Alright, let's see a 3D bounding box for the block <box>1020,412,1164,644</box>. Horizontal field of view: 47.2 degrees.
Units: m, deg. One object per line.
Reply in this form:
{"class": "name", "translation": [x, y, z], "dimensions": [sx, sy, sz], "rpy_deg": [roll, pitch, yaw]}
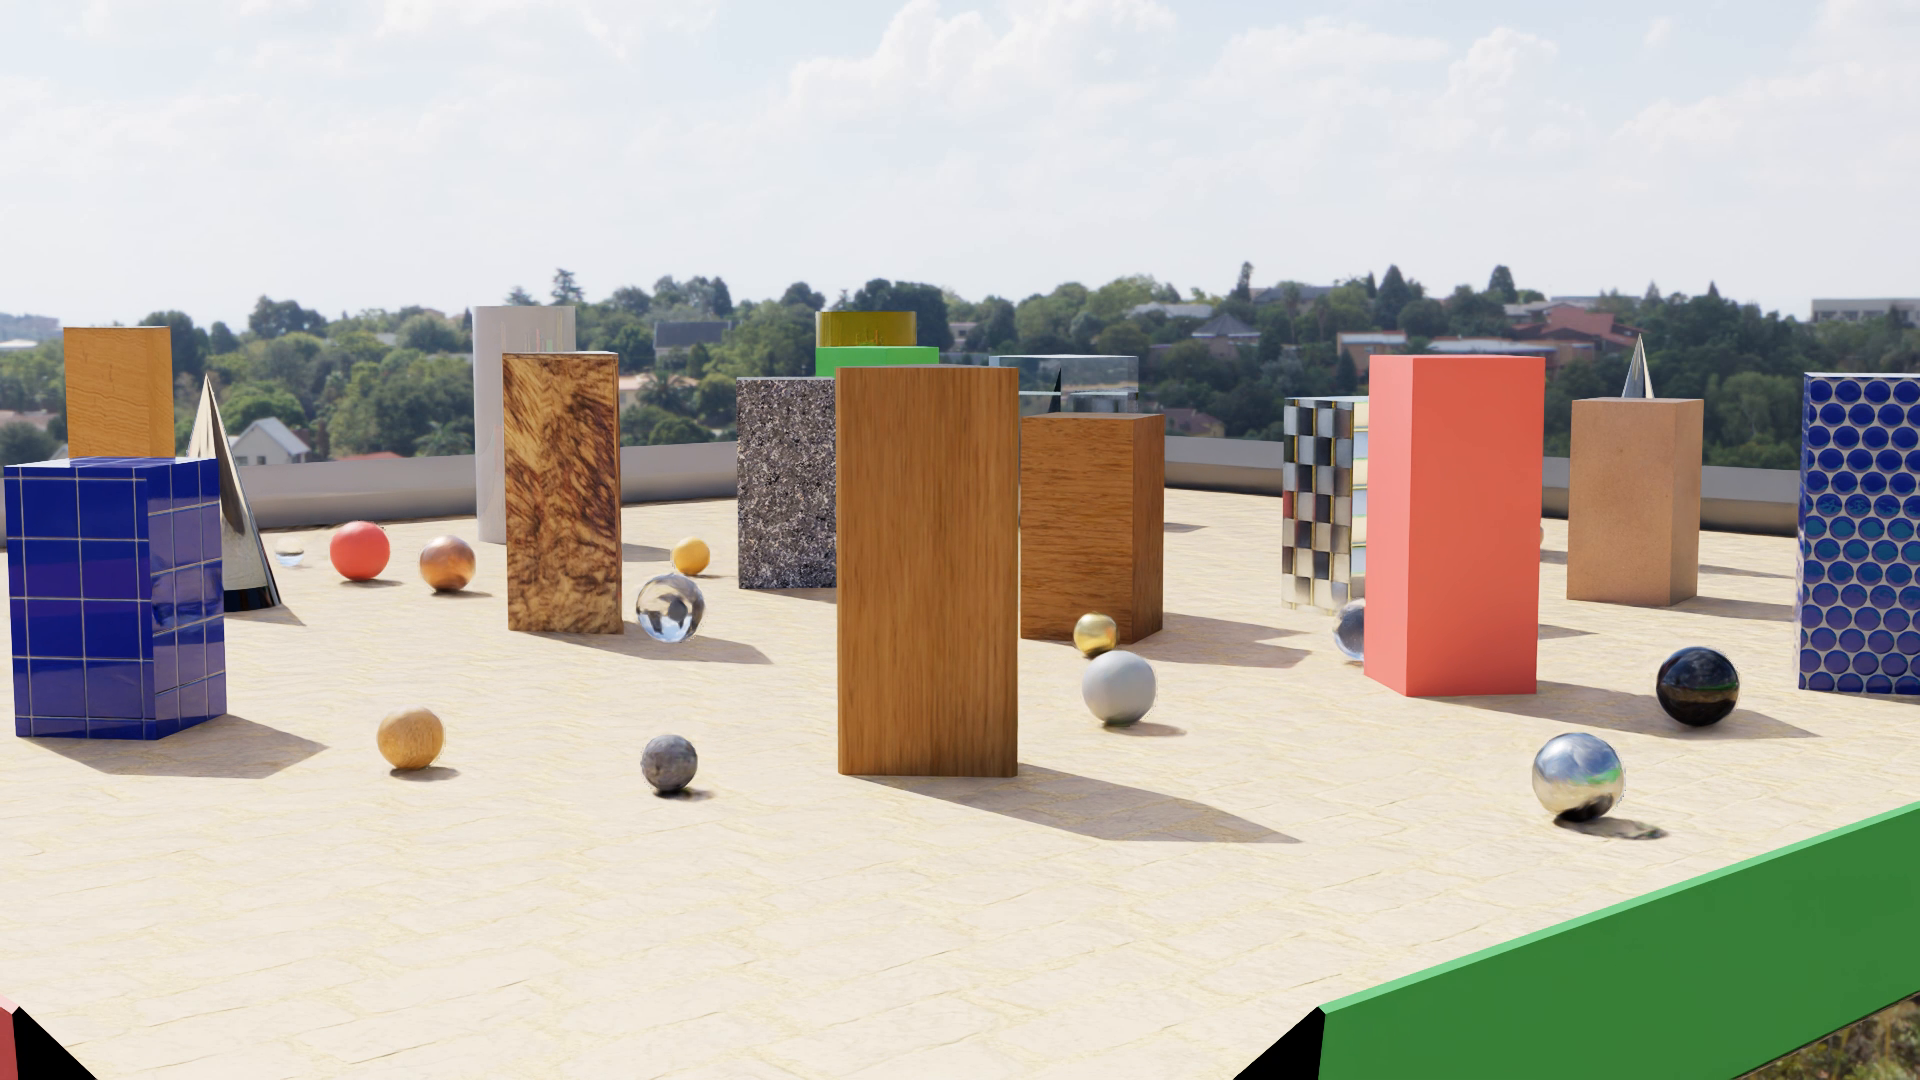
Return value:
{"class": "block", "translation": [0.183, -0.020, 3.021], "dimensions": [0.157, 0.301, 0.157], "rpy_deg": [2, 6, 20]}

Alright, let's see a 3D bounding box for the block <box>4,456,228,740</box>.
{"class": "block", "translation": [-0.901, 0.058, 2.357], "dimensions": [0.157, 0.283, 0.157], "rpy_deg": [1, 6, 8]}

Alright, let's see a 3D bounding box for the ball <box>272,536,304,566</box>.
{"class": "ball", "translation": [-1.169, 0.020, 3.830], "dimensions": [0.053, 0.053, 0.053], "rpy_deg": [0, 6, 0]}

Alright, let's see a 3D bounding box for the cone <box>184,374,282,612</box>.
{"class": "cone", "translation": [-1.130, -0.076, 3.317], "dimensions": [0.197, 0.350, 0.197], "rpy_deg": [0, 6, 0]}

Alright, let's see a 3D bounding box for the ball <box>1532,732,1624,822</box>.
{"class": "ball", "translation": [0.539, 0.207, 1.920], "dimensions": [0.078, 0.078, 0.078], "rpy_deg": [0, 6, 0]}

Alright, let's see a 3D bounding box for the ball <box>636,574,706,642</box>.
{"class": "ball", "translation": [-0.388, 0.091, 2.953], "dimensions": [0.093, 0.093, 0.093], "rpy_deg": [0, 6, 0]}

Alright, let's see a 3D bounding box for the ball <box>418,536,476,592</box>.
{"class": "ball", "translation": [-0.810, 0.038, 3.478], "dimensions": [0.089, 0.089, 0.089], "rpy_deg": [0, 6, 0]}

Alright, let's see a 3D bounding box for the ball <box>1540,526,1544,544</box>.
{"class": "ball", "translation": [1.065, -0.009, 4.110], "dimensions": [0.052, 0.052, 0.052], "rpy_deg": [0, 6, 0]}

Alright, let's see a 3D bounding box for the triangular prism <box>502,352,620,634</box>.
{"class": "triangular prism", "translation": [-0.531, -0.071, 3.102], "dimensions": [0.170, 0.386, 0.147], "rpy_deg": [2, 6, 14]}

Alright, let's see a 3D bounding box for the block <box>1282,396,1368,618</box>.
{"class": "block", "translation": [0.590, -0.052, 3.257], "dimensions": [0.157, 0.314, 0.157], "rpy_deg": [-4, 7, -31]}

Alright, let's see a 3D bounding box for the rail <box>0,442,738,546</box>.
{"class": "rail", "translation": [-1.226, -0.105, 4.653], "dimensions": [3.805, 0.128, 0.045], "rpy_deg": [-5, 8, -42]}

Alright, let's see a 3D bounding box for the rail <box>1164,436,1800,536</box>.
{"class": "rail", "translation": [1.381, -0.099, 4.599], "dimensions": [0.045, 0.128, 3.662], "rpy_deg": [-5, 8, -42]}

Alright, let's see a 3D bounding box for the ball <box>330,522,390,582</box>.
{"class": "ball", "translation": [-0.988, 0.019, 3.623], "dimensions": [0.098, 0.098, 0.098], "rpy_deg": [0, 6, 0]}

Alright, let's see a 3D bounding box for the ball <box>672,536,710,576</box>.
{"class": "ball", "translation": [-0.453, 0.027, 3.707], "dimensions": [0.064, 0.064, 0.064], "rpy_deg": [0, 6, 0]}

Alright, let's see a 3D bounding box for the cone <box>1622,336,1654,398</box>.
{"class": "cone", "translation": [1.190, -0.161, 3.869], "dimensions": [0.197, 0.405, 0.197], "rpy_deg": [0, 6, 0]}

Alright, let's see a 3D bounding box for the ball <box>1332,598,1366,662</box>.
{"class": "ball", "translation": [0.514, 0.115, 2.792], "dimensions": [0.080, 0.080, 0.080], "rpy_deg": [0, 6, 0]}

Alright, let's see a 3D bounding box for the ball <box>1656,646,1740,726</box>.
{"class": "ball", "translation": [0.791, 0.157, 2.360], "dimensions": [0.086, 0.086, 0.086], "rpy_deg": [0, 6, 0]}

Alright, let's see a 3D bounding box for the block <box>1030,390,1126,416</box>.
{"class": "block", "translation": [0.250, -0.179, 4.674], "dimensions": [0.157, 0.272, 0.157], "rpy_deg": [3, 7, 24]}

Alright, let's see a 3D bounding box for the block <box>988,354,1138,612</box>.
{"class": "block", "translation": [0.154, -0.086, 3.285], "dimensions": [0.157, 0.376, 0.157], "rpy_deg": [-5, 8, -40]}

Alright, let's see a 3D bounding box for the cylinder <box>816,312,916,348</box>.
{"class": "cylinder", "translation": [-0.182, -0.224, 4.293], "dimensions": [0.197, 0.442, 0.197], "rpy_deg": [0, 6, 0]}

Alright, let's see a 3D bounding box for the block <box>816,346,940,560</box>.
{"class": "block", "translation": [-0.147, -0.156, 3.943], "dimensions": [0.157, 0.379, 0.157], "rpy_deg": [4, 7, 35]}

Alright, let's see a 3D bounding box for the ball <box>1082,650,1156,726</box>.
{"class": "ball", "translation": [0.171, 0.159, 2.365], "dimensions": [0.081, 0.081, 0.081], "rpy_deg": [0, 6, 0]}

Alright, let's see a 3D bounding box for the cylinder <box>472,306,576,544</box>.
{"class": "cylinder", "translation": [-0.843, -0.227, 4.275], "dimensions": [0.197, 0.452, 0.197], "rpy_deg": [0, 6, 0]}

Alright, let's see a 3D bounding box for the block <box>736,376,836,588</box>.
{"class": "block", "translation": [-0.284, -0.097, 3.591], "dimensions": [0.157, 0.334, 0.157], "rpy_deg": [-1, 6, -5]}

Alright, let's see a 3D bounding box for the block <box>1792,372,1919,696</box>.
{"class": "block", "translation": [1.087, -0.012, 2.621], "dimensions": [0.157, 0.368, 0.157], "rpy_deg": [2, 6, 18]}

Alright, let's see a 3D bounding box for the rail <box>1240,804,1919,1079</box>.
{"class": "rail", "translation": [1.226, 0.171, 2.011], "dimensions": [3.805, 0.128, 0.045], "rpy_deg": [-5, 8, -42]}

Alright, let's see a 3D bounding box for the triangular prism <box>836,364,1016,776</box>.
{"class": "triangular prism", "translation": [-0.026, 0.024, 2.164], "dimensions": [0.170, 0.391, 0.147], "rpy_deg": [0, 6, 4]}

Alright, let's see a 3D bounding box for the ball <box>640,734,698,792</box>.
{"class": "ball", "translation": [-0.270, 0.207, 2.042], "dimensions": [0.053, 0.053, 0.053], "rpy_deg": [0, 6, 0]}

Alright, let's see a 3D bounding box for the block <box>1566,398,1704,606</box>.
{"class": "block", "translation": [1.045, -0.063, 3.403], "dimensions": [0.157, 0.307, 0.157], "rpy_deg": [4, 7, 33]}

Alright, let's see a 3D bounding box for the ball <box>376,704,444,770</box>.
{"class": "ball", "translation": [-0.534, 0.191, 2.137], "dimensions": [0.064, 0.064, 0.064], "rpy_deg": [0, 6, 0]}

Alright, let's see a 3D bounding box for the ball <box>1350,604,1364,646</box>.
{"class": "ball", "translation": [0.545, 0.113, 2.893], "dimensions": [0.063, 0.063, 0.063], "rpy_deg": [0, 6, 0]}

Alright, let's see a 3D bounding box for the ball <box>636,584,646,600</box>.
{"class": "ball", "translation": [-0.434, 0.087, 3.155], "dimensions": [0.060, 0.060, 0.060], "rpy_deg": [0, 6, 0]}

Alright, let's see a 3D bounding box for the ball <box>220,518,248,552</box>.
{"class": "ball", "translation": [-1.344, -0.008, 4.053], "dimensions": [0.062, 0.062, 0.062], "rpy_deg": [0, 6, 0]}

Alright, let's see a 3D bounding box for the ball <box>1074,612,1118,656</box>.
{"class": "ball", "translation": [0.175, 0.121, 2.834], "dimensions": [0.058, 0.058, 0.058], "rpy_deg": [0, 6, 0]}

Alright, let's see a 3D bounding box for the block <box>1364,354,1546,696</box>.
{"class": "block", "translation": [0.583, -0.022, 2.608], "dimensions": [0.157, 0.390, 0.157], "rpy_deg": [-1, 6, -7]}

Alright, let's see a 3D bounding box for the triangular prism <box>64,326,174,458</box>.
{"class": "triangular prism", "translation": [-1.336, -0.139, 3.594], "dimensions": [0.170, 0.417, 0.147], "rpy_deg": [2, 6, 20]}

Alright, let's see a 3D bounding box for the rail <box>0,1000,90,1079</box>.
{"class": "rail", "translation": [-1.381, 0.166, 2.065], "dimensions": [0.045, 0.128, 3.662], "rpy_deg": [-5, 8, -42]}
